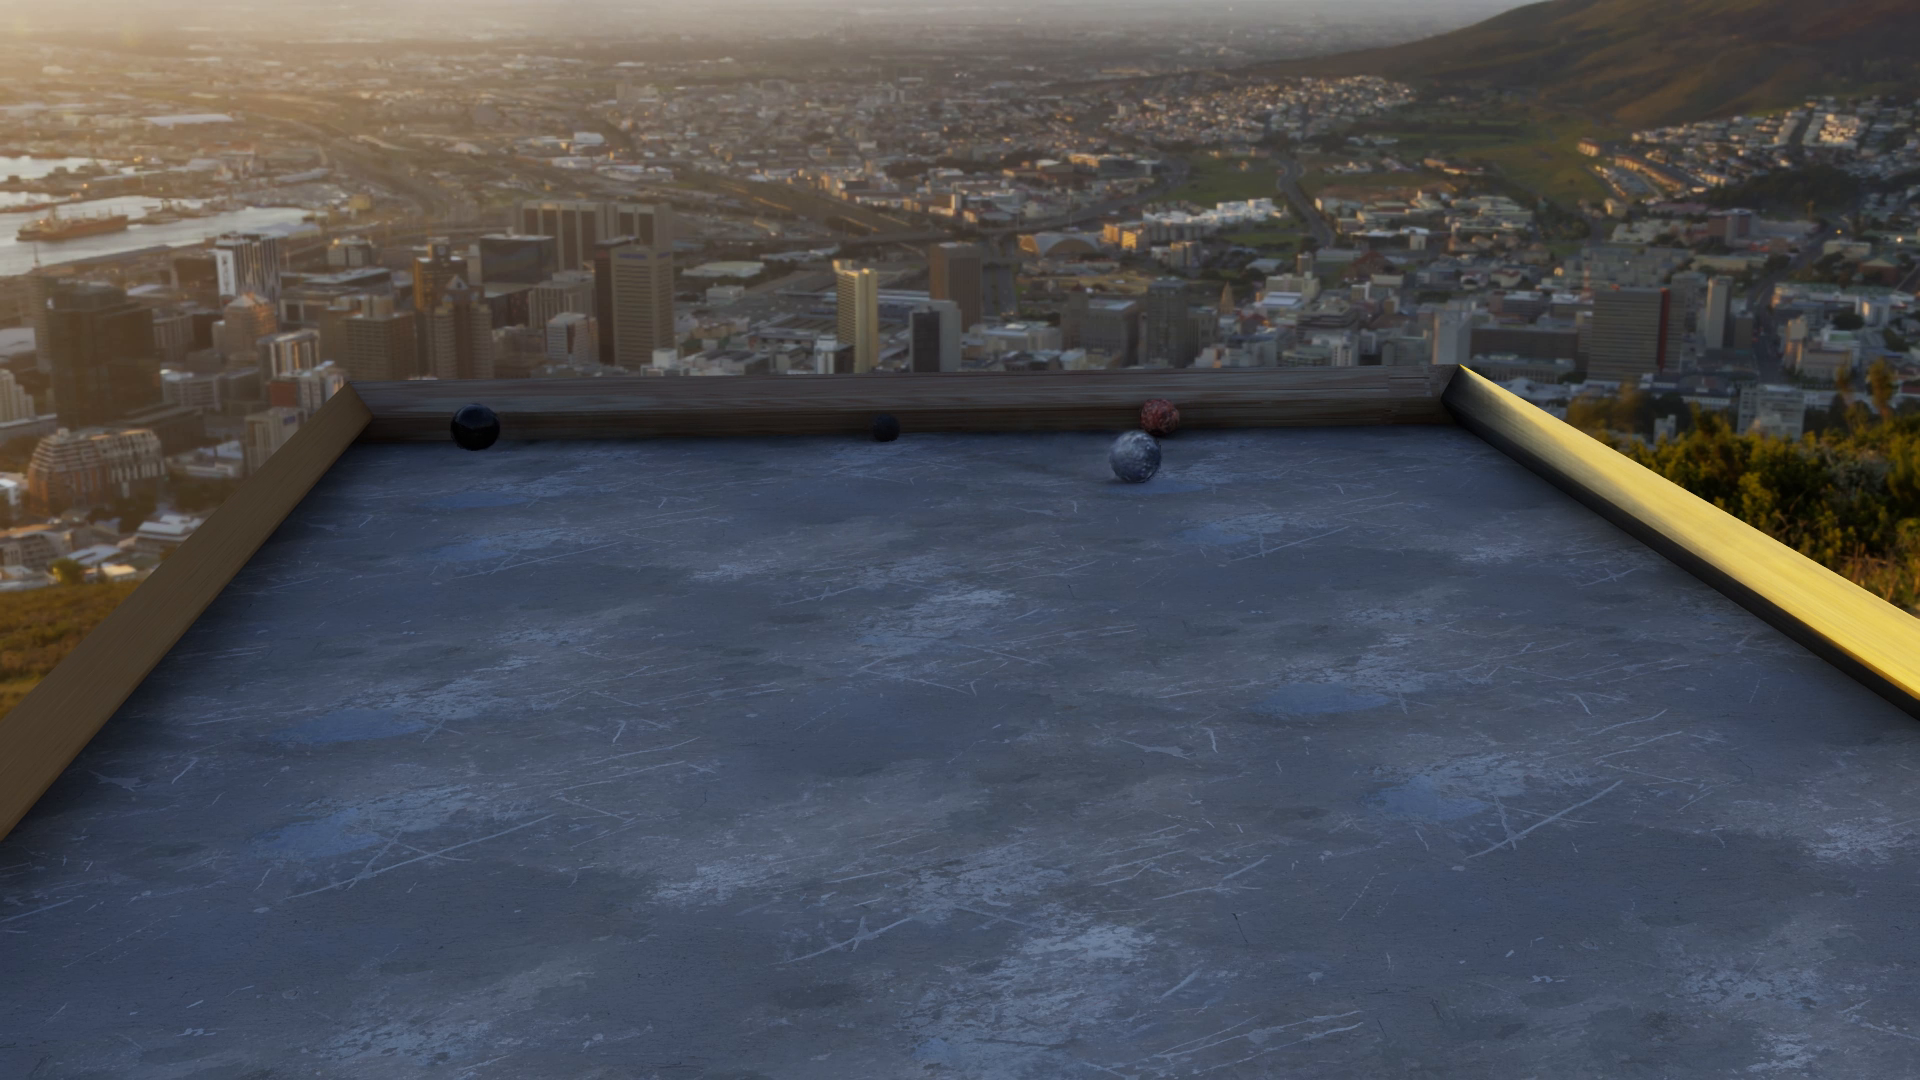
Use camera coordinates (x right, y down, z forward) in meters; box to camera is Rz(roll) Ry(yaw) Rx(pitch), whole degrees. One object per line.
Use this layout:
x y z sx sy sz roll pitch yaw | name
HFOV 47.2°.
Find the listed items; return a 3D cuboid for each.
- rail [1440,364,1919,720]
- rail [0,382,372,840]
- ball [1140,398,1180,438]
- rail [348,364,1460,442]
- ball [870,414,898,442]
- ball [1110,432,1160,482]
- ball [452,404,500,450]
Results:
0.973 0.171 2.101 0.045 0.100 3.397 -1 14 -5 | rail
-0.826 0.210 1.949 0.045 0.100 3.397 -1 14 -5 | rail
0.330 -0.202 3.630 0.065 0.065 0.065 0 14 0 | ball
-0.072 -0.224 3.641 1.853 0.100 0.045 -1 14 -5 | rail
-0.124 -0.183 3.597 0.045 0.045 0.045 0 14 0 | ball
0.263 -0.125 3.307 0.077 0.077 0.077 0 14 0 | ball
-0.776 -0.181 3.527 0.075 0.075 0.075 0 14 0 | ball
